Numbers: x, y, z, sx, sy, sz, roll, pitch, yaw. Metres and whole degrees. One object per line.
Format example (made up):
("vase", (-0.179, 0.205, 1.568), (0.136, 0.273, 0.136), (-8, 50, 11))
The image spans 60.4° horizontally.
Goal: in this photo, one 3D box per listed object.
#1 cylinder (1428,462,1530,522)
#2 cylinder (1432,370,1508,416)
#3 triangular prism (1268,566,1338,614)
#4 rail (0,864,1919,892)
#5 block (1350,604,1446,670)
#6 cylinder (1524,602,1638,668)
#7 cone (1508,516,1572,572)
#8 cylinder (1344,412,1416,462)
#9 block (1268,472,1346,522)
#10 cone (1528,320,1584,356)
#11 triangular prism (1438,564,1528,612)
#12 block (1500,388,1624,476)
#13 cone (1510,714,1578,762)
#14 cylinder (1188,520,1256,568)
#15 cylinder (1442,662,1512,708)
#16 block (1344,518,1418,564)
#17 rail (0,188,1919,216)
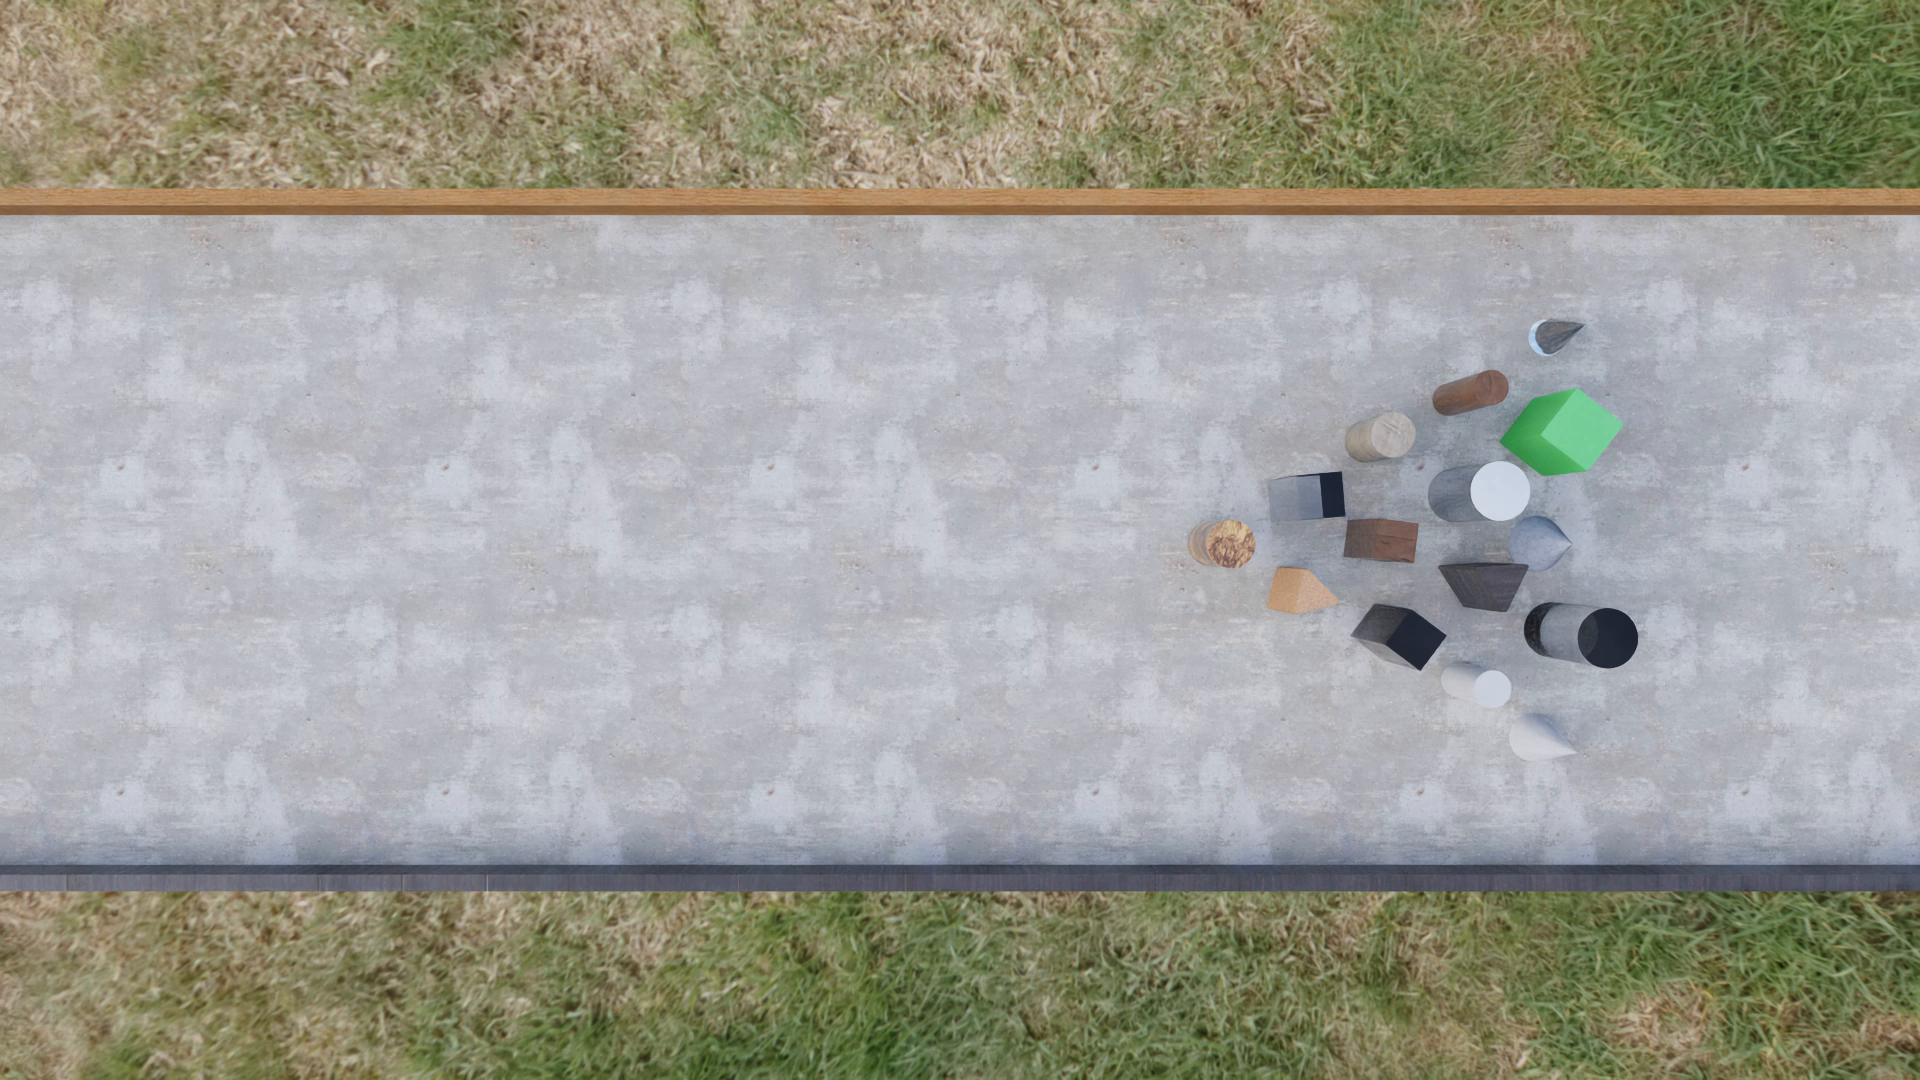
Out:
("cylinder", (1.523, -0.138, 4.863), (0.168, 0.427, 0.168), (0, 90, 0))
("cylinder", (1.505, -0.432, 4.874), (0.101, 0.404, 0.101), (0, 90, 0))
("triangular prism", (0.994, 0.137, 4.869), (0.132, 0.416, 0.114), (-15, 90, 0))
("rail", (-2.247, 1.025, 5.001), (12.000, 0.150, 0.050), (0, 90, 0))
("block", (1.288, 0.283, 4.868), (0.126, 0.417, 0.126), (37, 90, 0))
("cylinder", (1.820, 0.276, 4.855), (0.171, 0.443, 0.171), (0, 90, 0))
("cone", (1.774, 0.012, 4.926), (0.171, 0.301, 0.171), (0, 90, 0))
("cylinder", (1.249, -0.303, 4.915), (0.130, 0.324, 0.130), (0, 90, 0))
("block", (1.015, -0.124, 4.855), (0.127, 0.443, 0.127), (-5, 90, 0))
("cone", (1.806, -0.624, 4.918), (0.113, 0.317, 0.113), (0, 90, 0))
("triangular prism", (1.568, 0.108, 4.891), (0.131, 0.371, 0.151), (-34, 90, 0))
("block", (1.779, -0.316, 4.895), (0.171, 0.363, 0.171), (38, 90, 0))
("cone", (1.764, 0.608, 4.892), (0.147, 0.370, 0.147), (0, 90, 0))
("cylinder", (0.769, 0.012, 4.874), (0.137, 0.405, 0.137), (0, 90, 0))
("cylinder", (1.535, 0.429, 4.914), (0.108, 0.325, 0.108), (0, 90, 0))
("block", (1.243, 0.002, 4.886), (0.114, 0.381, 0.114), (7, 90, 0))
("rail", (-2.247, -1.025, 5.002), (12.000, 0.150, 0.050), (0, 90, 0))
